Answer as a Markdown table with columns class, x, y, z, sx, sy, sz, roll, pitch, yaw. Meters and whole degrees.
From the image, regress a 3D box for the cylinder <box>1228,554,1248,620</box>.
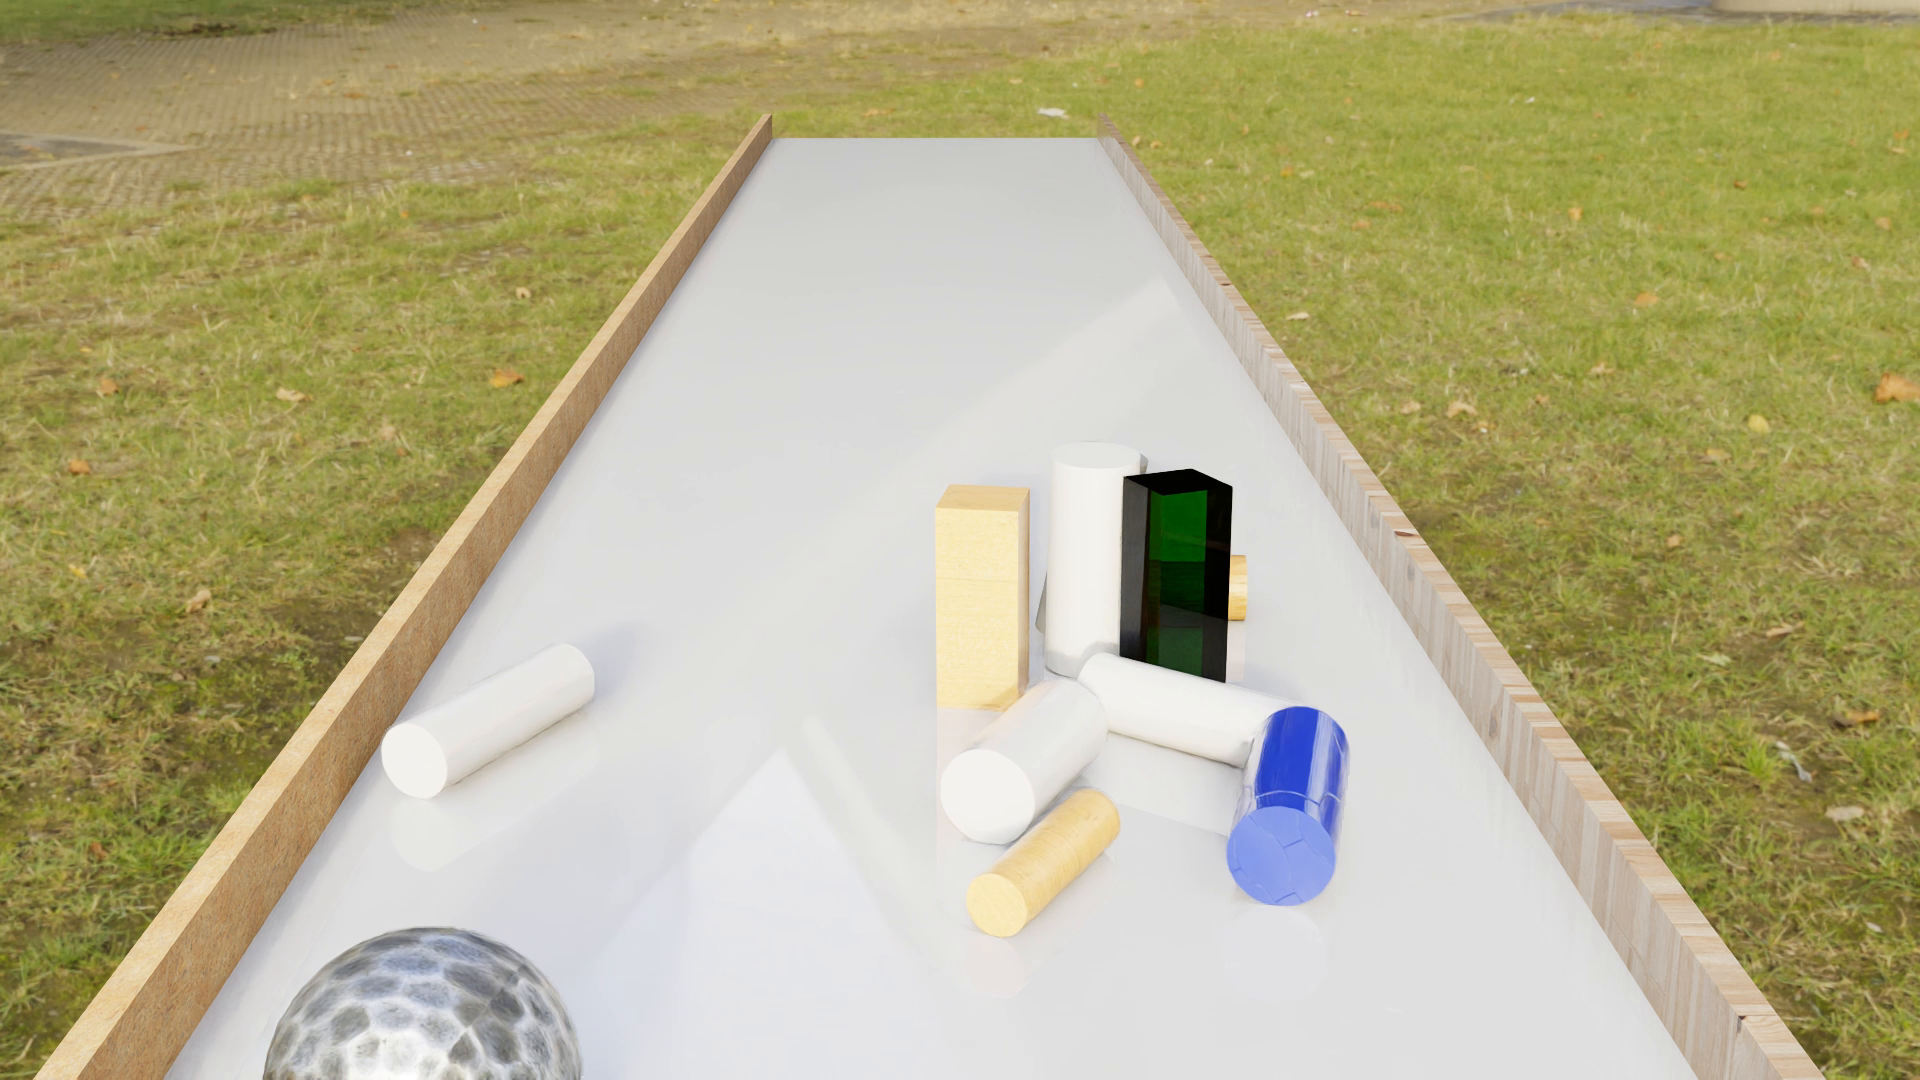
| class | x | y | z | sx | sy | sz | roll | pitch | yaw |
| --- | --- | --- | --- | --- | --- | --- | --- | --- | --- |
| cylinder | 0.418 | 0.099 | 4.654 | 0.366 | 0.138 | 0.138 | 1 | 17 | 3 |

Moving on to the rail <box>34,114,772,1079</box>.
| class | x | y | z | sx | sy | sz | roll | pitch | yaw |
| --- | --- | --- | --- | --- | --- | --- | --- | --- | --- |
| rail | -1.118 | -0.838 | 7.780 | 0.050 | 0.150 | 12.000 | 0 | 17 | -1 |

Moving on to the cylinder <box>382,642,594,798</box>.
| class | x | y | z | sx | sy | sz | roll | pitch | yaw |
| --- | --- | --- | --- | --- | --- | --- | --- | --- | --- |
| cylinder | -0.834 | 0.316 | 3.928 | 0.135 | 0.135 | 0.456 | 7 | 18 | 23 |

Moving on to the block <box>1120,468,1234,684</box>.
| class | x | y | z | sx | sy | sz | roll | pitch | yaw |
| --- | --- | --- | --- | --- | --- | --- | --- | --- | --- |
| block | 0.401 | 0.103 | 4.111 | 0.147 | 0.439 | 0.147 | -7 | 18 | -24 |

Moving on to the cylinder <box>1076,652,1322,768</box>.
| class | x | y | z | sx | sy | sz | roll | pitch | yaw |
| --- | --- | --- | --- | --- | --- | --- | --- | --- | --- |
| cylinder | 0.426 | 0.314 | 3.929 | 0.447 | 0.137 | 0.137 | 13 | 21 | 37 |

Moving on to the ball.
| class | x | y | z | sx | sy | sz | roll | pitch | yaw |
| --- | --- | --- | --- | --- | --- | --- | --- | --- | --- |
| ball | -0.610 | 0.622 | 2.509 | 0.358 | 0.358 | 0.358 | 0 | 17 | 0 |

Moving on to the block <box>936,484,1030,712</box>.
| class | x | y | z | sx | sy | sz | roll | pitch | yaw |
| --- | --- | --- | --- | --- | --- | --- | --- | --- | --- |
| block | 0.044 | 0.109 | 4.159 | 0.154 | 0.396 | 0.154 | 3 | 19 | 9 |

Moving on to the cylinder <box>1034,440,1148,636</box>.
| class | x | y | z | sx | sy | sz | roll | pitch | yaw |
| --- | --- | --- | --- | --- | --- | --- | --- | --- | --- |
| cylinder | 0.267 | 0.008 | 4.477 | 0.150 | 0.390 | 0.150 | 11 | 19 | -4 |

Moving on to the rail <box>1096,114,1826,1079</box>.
| class | x | y | z | sx | sy | sz | roll | pitch | yaw |
| --- | --- | --- | --- | --- | --- | --- | --- | --- | --- |
| rail | 0.932 | -0.844 | 7.801 | 0.050 | 0.150 | 12.000 | 0 | 17 | -1 |

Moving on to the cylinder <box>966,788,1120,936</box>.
| class | x | y | z | sx | sy | sz | roll | pitch | yaw |
| --- | --- | --- | --- | --- | --- | --- | --- | --- | --- |
| cylinder | 0.133 | 0.493 | 3.391 | 0.100 | 0.100 | 0.356 | 8 | 18 | 26 |

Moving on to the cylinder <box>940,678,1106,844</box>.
| class | x | y | z | sx | sy | sz | roll | pitch | yaw |
| --- | --- | --- | --- | --- | --- | --- | --- | --- | --- |
| cylinder | 0.112 | 0.368 | 3.701 | 0.164 | 0.164 | 0.354 | 7 | 18 | 22 |

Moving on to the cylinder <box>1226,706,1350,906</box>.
| class | x | y | z | sx | sy | sz | roll | pitch | yaw |
| --- | --- | --- | --- | --- | --- | --- | --- | --- | --- |
| cylinder | 0.532 | 0.419 | 3.530 | 0.165 | 0.165 | 0.432 | 4 | 17 | 12 |

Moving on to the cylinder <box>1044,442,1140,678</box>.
| class | x | y | z | sx | sy | sz | roll | pitch | yaw |
| --- | --- | --- | --- | --- | --- | --- | --- | --- | --- |
| cylinder | 0.258 | 0.040 | 4.316 | 0.174 | 0.433 | 0.174 | 1 | 20 | 0 |
